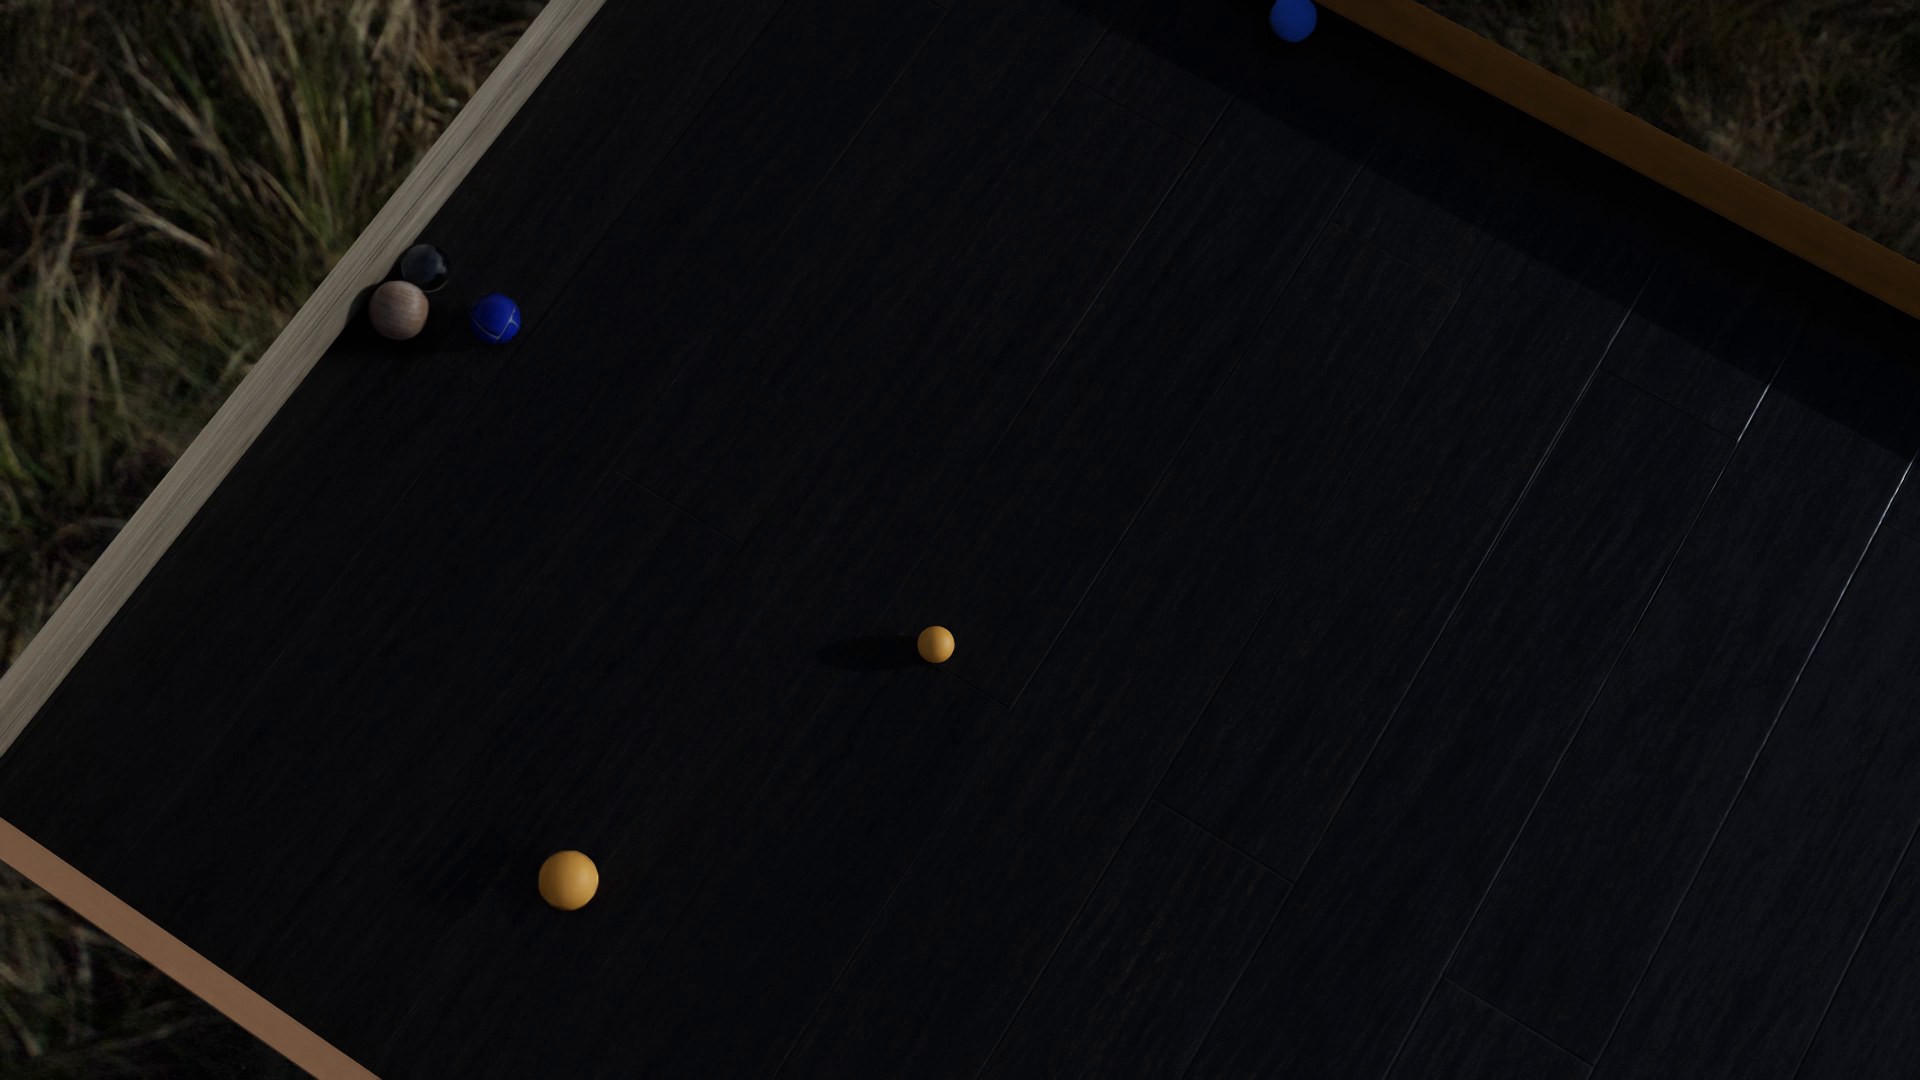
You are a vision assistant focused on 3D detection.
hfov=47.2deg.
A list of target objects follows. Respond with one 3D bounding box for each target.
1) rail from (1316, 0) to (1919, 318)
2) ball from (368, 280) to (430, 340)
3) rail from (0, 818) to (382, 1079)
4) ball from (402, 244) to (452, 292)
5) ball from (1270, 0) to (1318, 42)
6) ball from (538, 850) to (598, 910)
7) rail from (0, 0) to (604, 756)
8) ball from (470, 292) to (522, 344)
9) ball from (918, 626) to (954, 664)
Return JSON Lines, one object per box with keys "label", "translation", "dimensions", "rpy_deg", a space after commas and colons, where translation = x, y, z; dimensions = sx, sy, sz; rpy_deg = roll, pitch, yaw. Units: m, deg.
{"label": "rail", "translation": [1.523, -0.390, 3.540], "dimensions": [4.277, 0.127, 0.045], "rpy_deg": [31, 73, 10]}
{"label": "ball", "translation": [-0.907, -0.371, 3.550], "dimensions": [0.097, 0.097, 0.097], "rpy_deg": [0, 70, 0]}
{"label": "rail", "translation": [0.283, 1.453, 2.884], "dimensions": [4.277, 0.127, 0.045], "rpy_deg": [31, 73, 10]}
{"label": "ball", "translation": [-0.869, -0.443, 3.585], "dimensions": [0.080, 0.080, 0.080], "rpy_deg": [0, 70, 0]}
{"label": "ball", "translation": [0.567, -0.889, 3.743], "dimensions": [0.081, 0.081, 0.081], "rpy_deg": [0, 70, 0]}
{"label": "ball", "translation": [-0.578, 0.502, 3.244], "dimensions": [0.089, 0.089, 0.089], "rpy_deg": [0, 70, 0]}
{"label": "rail", "translation": [-0.883, -0.535, 3.592], "dimensions": [0.045, 0.127, 2.363], "rpy_deg": [31, 73, 10]}
{"label": "ball", "translation": [-0.751, -0.358, 3.553], "dimensions": [0.082, 0.082, 0.082], "rpy_deg": [0, 70, 0]}
{"label": "ball", "translation": [-0.037, 0.161, 3.382], "dimensions": [0.057, 0.057, 0.057], "rpy_deg": [0, 70, 0]}
